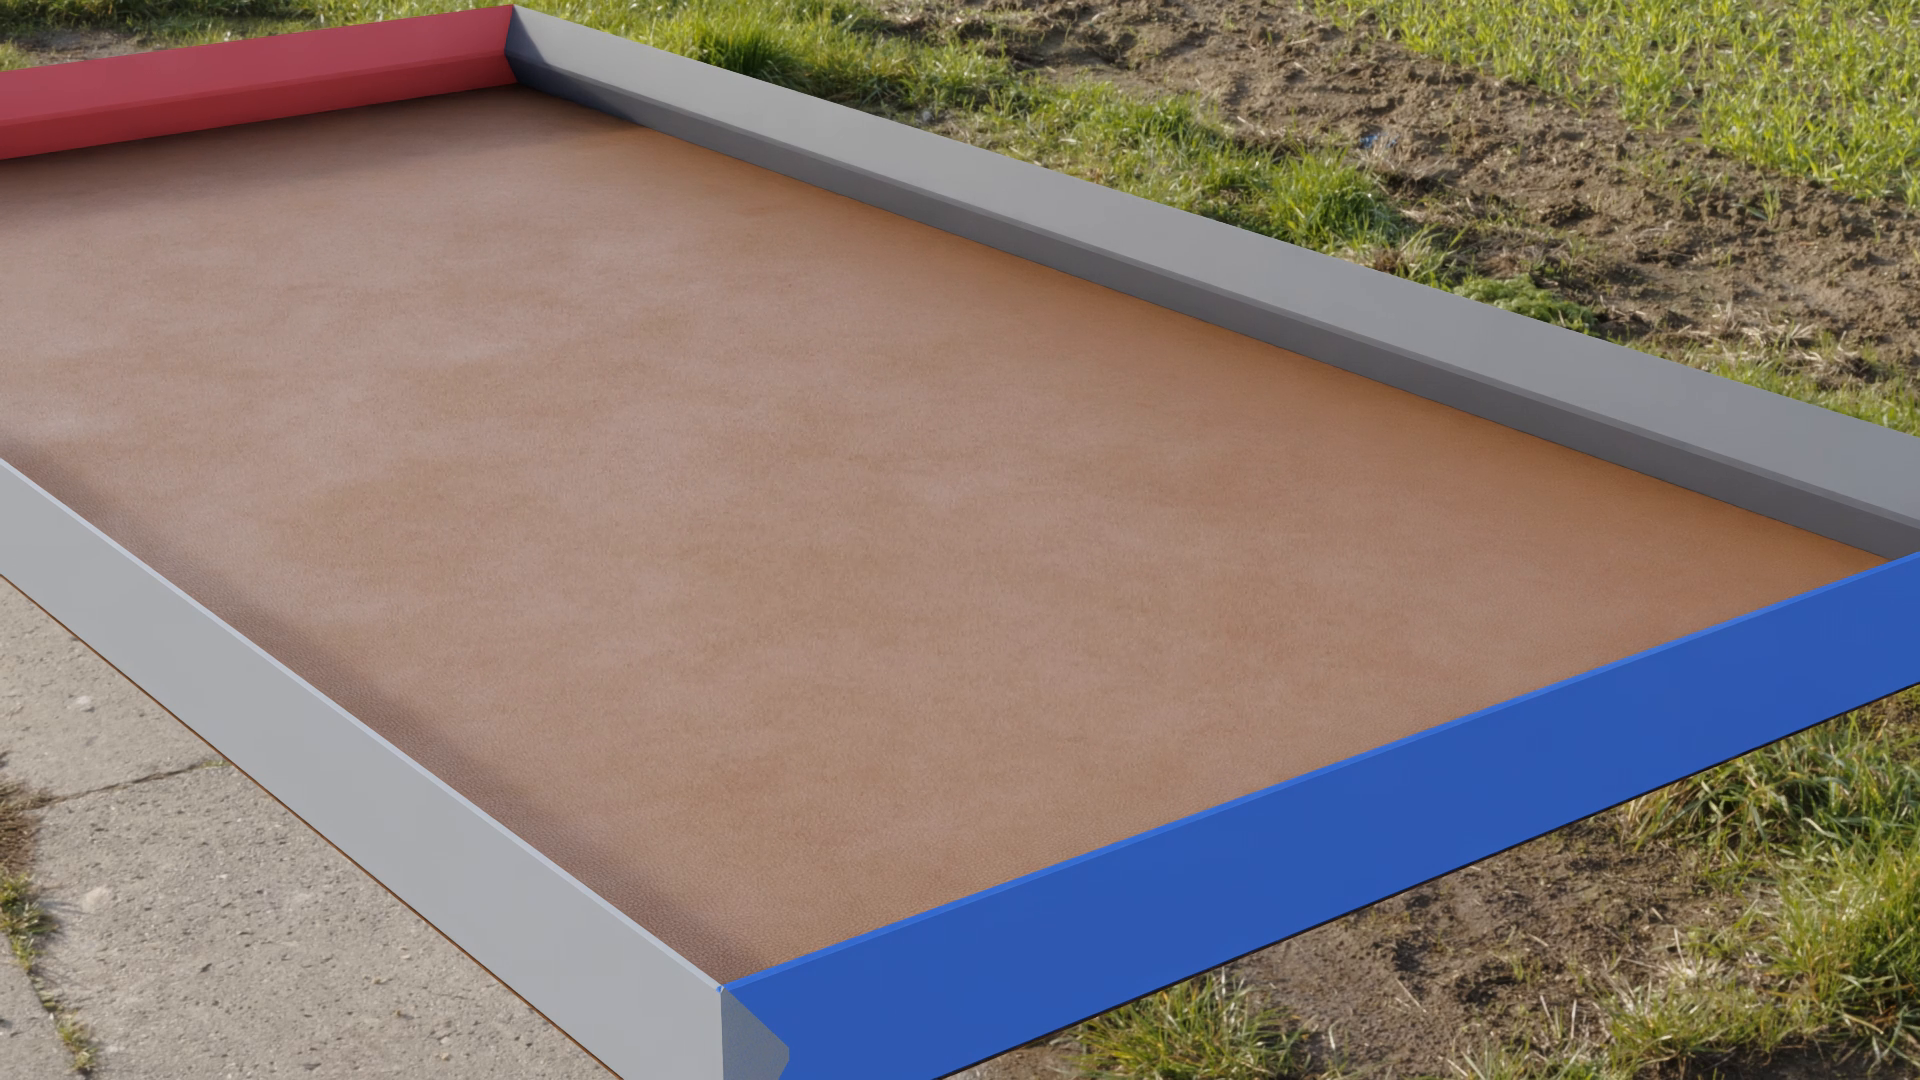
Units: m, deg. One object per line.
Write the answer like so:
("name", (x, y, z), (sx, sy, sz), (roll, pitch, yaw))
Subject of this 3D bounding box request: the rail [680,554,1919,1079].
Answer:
("rail", (0.388, 0.156, 2.099), (1.356, 0.117, 0.045), (-15, 26, -34))

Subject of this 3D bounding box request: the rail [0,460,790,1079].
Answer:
("rail", (-0.923, -0.076, 2.695), (0.045, 0.117, 2.655), (-15, 26, -34))

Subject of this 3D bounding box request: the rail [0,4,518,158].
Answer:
("rail", (-1.193, -0.594, 4.032), (1.356, 0.117, 0.045), (-15, 26, -34))

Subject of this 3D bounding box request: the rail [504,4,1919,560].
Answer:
("rail", (0.118, -0.362, 3.435), (0.045, 0.117, 2.655), (-15, 26, -34))
